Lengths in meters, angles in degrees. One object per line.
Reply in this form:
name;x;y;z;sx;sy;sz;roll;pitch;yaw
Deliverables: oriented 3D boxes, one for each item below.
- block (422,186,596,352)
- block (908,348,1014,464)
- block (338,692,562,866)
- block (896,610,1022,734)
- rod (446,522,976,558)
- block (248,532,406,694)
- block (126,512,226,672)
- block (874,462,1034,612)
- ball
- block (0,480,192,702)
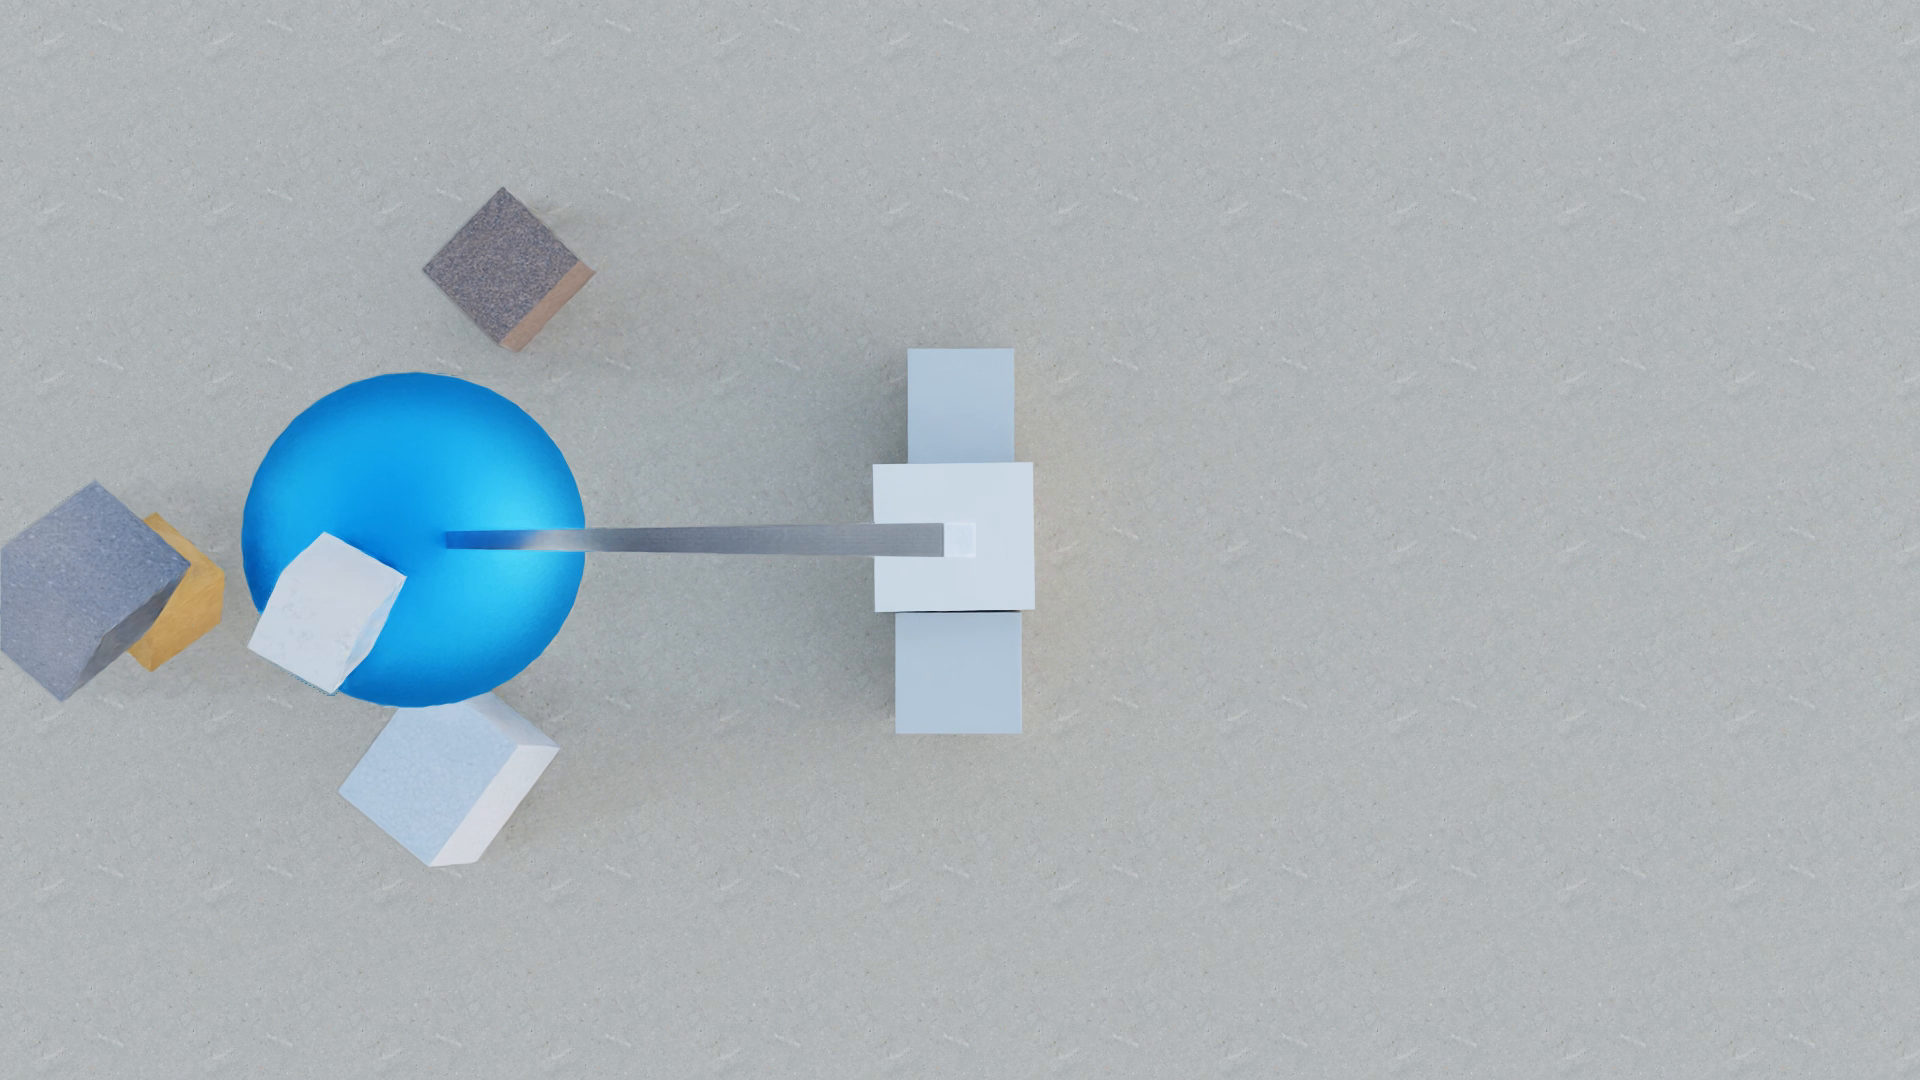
block;-2.598;-1.554;12.716;0.603;0.568;0.660;44;90;0
block;0.005;-0.756;12.725;0.601;0.550;0.655;0;90;0
block;-2.909;1.309;12.586;0.685;0.714;0.840;37;90;11
block;-0.008;0.745;12.653;0.705;0.693;0.676;0;90;0
rod;-1.122;0.000;7.418;0.080;5.200;0.080;0;90;-26
block;-2.736;0.310;9.523;0.406;0.438;0.426;30;113;-4
block;-4.620;0.300;12.592;0.563;0.519;0.514;39;50;9
block;-0.033;-0.017;12.578;0.883;0.844;0.814;-1;90;0
ball;-2.590;0.000;10.485;1.600;1.600;1.600;0;90;0
block;-4.071;0.237;10.160;0.582;0.593;0.632;42;130;-5
